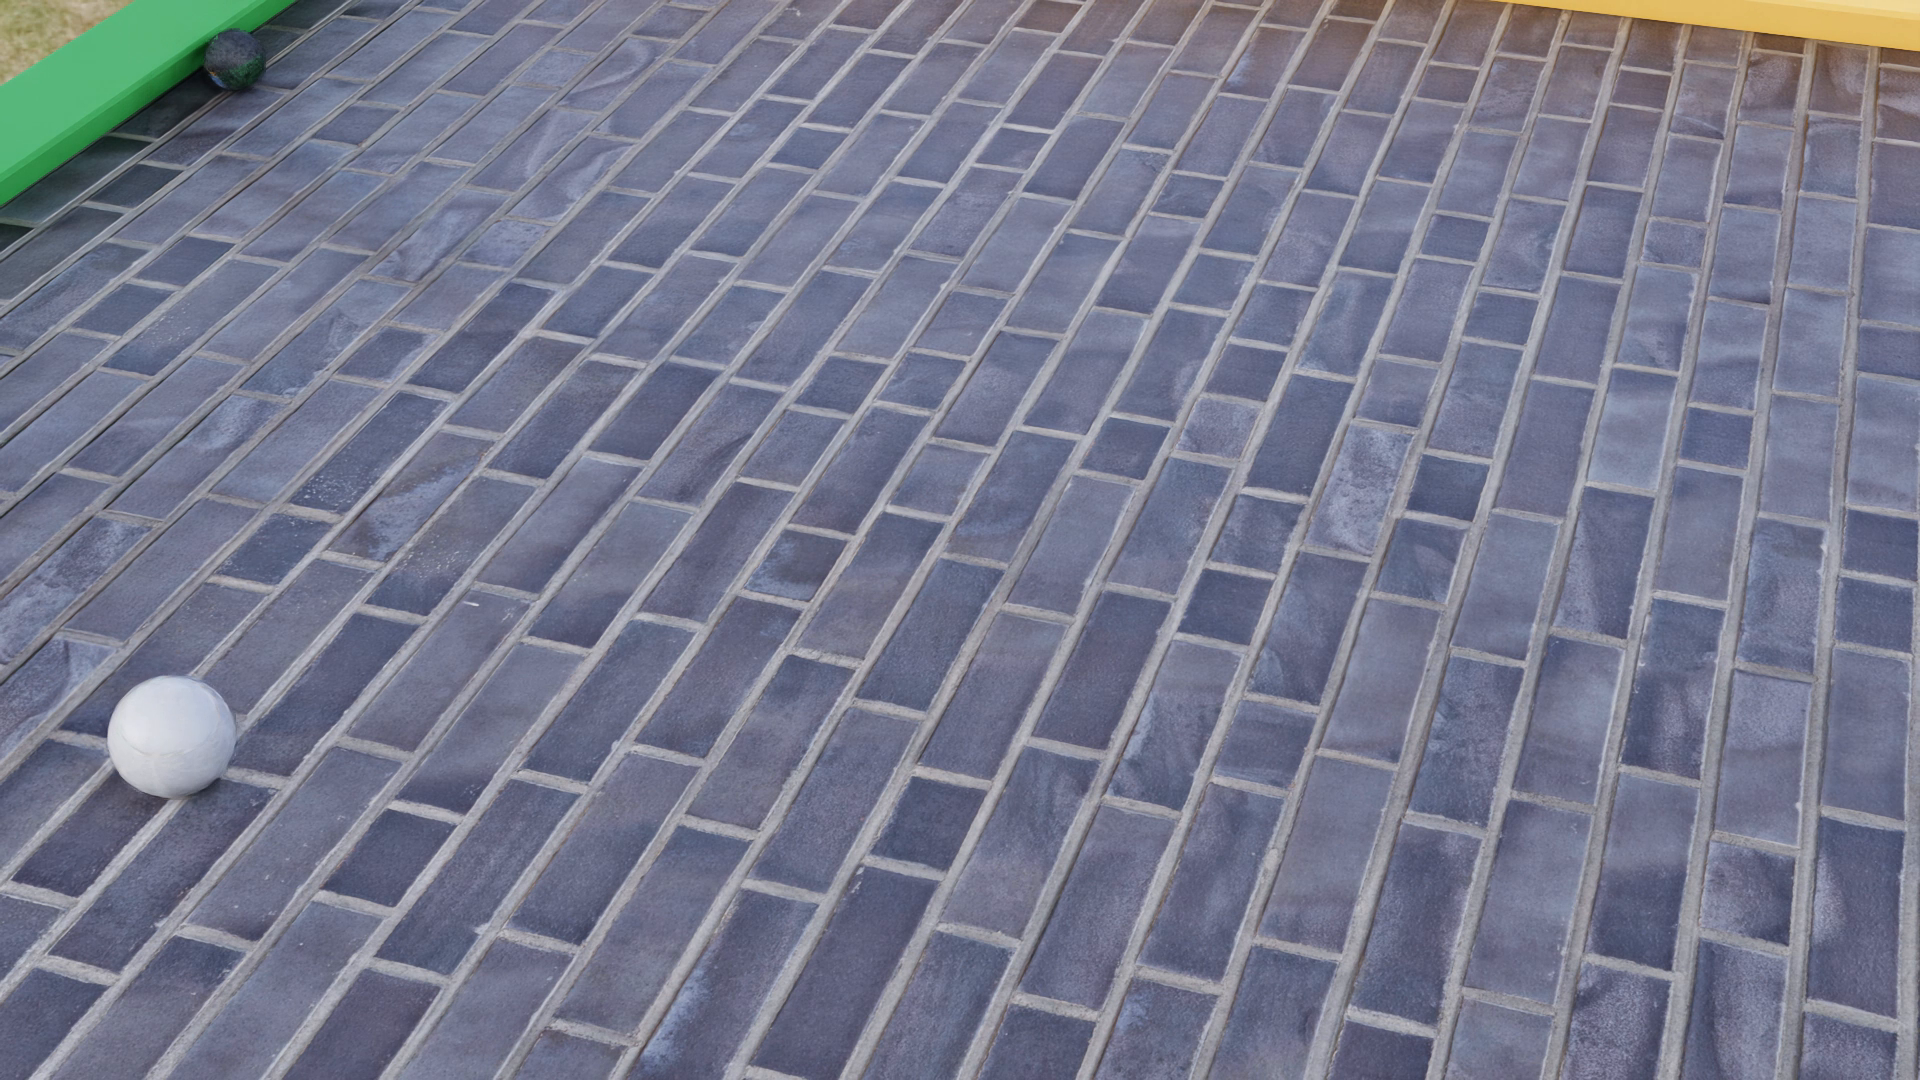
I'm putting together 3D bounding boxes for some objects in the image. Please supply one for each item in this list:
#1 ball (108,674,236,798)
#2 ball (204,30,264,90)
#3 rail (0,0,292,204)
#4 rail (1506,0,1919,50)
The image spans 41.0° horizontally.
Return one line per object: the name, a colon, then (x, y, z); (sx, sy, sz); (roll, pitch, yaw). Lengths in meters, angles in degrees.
ball: (-0.539, 0.134, 1.755); (0.084, 0.084, 0.084); (0, 34, 0)
ball: (-0.777, -0.513, 2.745); (0.063, 0.063, 0.063); (0, 34, 0)
rail: (-1.020, -0.211, 2.249); (0.045, 0.109, 2.603); (10, 35, 15)
rail: (1.443, -0.506, 2.691); (4.391, 0.109, 0.045); (10, 35, 15)
